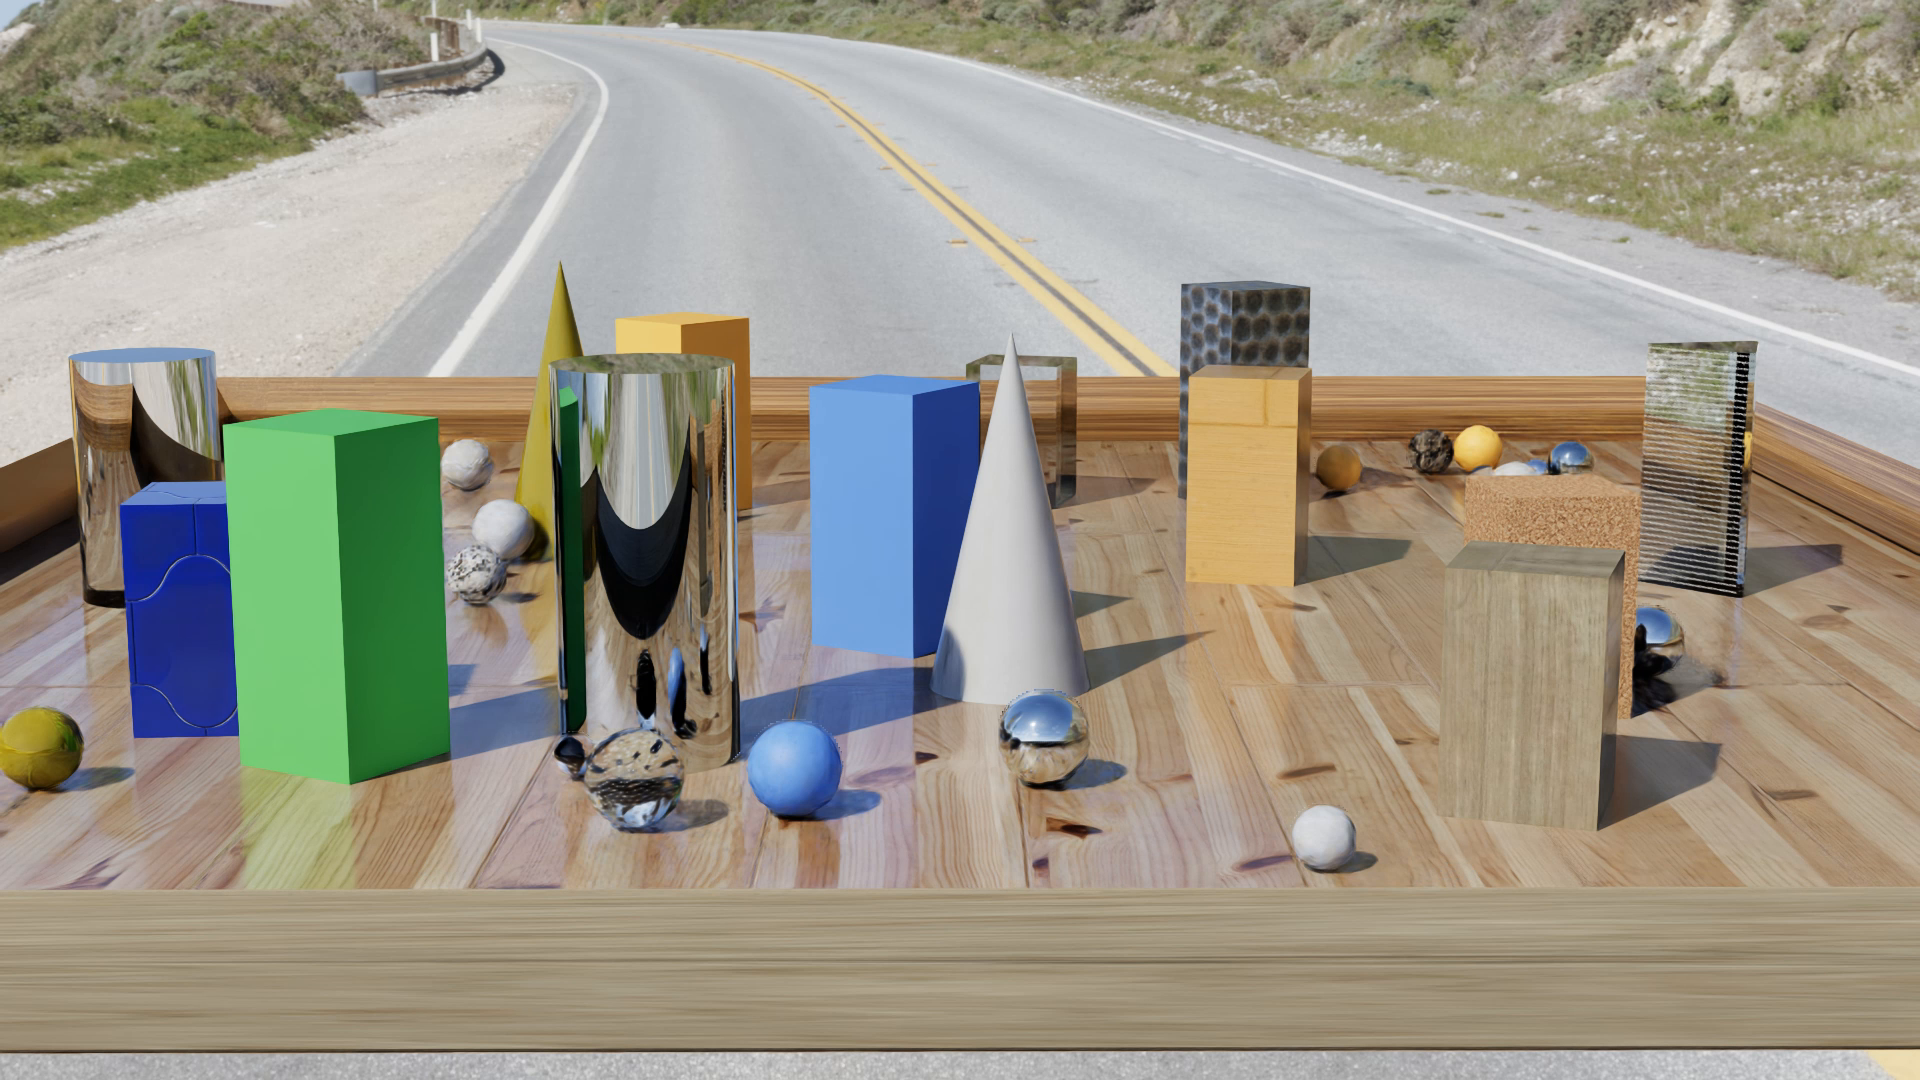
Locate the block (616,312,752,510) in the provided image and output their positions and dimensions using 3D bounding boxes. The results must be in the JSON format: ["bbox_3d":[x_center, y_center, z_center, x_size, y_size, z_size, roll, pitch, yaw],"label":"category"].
[{"bbox_3d":[-0.453,-0.207,4.215,0.154,0.316,0.154,9,14,40],"label":"block"}]

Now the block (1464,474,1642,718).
[{"bbox_3d":[0.671,0.064,2.932,0.154,0.254,0.154,-1,11,-6],"label":"block"}]

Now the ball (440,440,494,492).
[{"bbox_3d":[-0.847,-0.128,4.414,0.090,0.090,0.090,0,11,0],"label":"ball"}]

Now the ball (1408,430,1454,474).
[{"bbox_3d":[0.843,-0.158,4.595,0.081,0.081,0.081,0,11,0],"label":"ball"}]

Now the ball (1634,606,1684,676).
[{"bbox_3d":[0.826,0.122,3.081,0.085,0.085,0.085,0,11,0],"label":"ball"}]

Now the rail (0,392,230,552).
[{"bbox_3d":[-1.420,0.034,3.441,0.045,0.125,3.147,0,11,0],"label":"rail"}]

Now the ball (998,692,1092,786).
[{"bbox_3d":[0.086,0.203,2.618,0.096,0.096,0.096,0,11,0],"label":"ball"}]

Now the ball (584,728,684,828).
[{"bbox_3d":[-0.313,0.230,2.472,0.096,0.096,0.096,0,11,0],"label":"ball"}]

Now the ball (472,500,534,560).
[{"bbox_3d":[-0.673,-0.015,3.782,0.091,0.091,0.091,0,11,0],"label":"ball"}]

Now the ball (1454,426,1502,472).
[{"bbox_3d":[0.925,-0.161,4.577,0.086,0.086,0.086,0,11,0],"label":"ball"}]

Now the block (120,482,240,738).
[{"bbox_3d":[-0.833,0.074,2.861,0.154,0.258,0.154,-1,11,-4],"label":"block"}]

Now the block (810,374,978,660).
[{"bbox_3d":[-0.082,-0.034,3.250,0.154,0.329,0.154,7,12,32],"label":"block"}]

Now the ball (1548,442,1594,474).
[{"bbox_3d":[1.062,-0.132,4.462,0.080,0.080,0.080,0,11,0],"label":"ball"}]

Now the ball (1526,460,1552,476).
[{"bbox_3d":[0.998,-0.115,4.446,0.051,0.051,0.051,0,11,0],"label":"ball"}]

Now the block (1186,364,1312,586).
[{"bbox_3d":[0.415,-0.095,3.680,0.154,0.292,0.154,3,11,14],"label":"block"}]

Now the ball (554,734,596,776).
[{"bbox_3d":[-0.395,0.220,2.638,0.043,0.043,0.043,0,11,0],"label":"ball"}]

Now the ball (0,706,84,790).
[{"bbox_3d":[-0.934,0.211,2.604,0.085,0.085,0.085,0,11,0],"label":"ball"}]

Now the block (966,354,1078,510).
[{"bbox_3d":[0.104,-0.184,4.311,0.154,0.236,0.154,3,11,15],"label":"block"}]

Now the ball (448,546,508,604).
[{"bbox_3d":[-0.657,0.048,3.492,0.080,0.080,0.080,0,11,0],"label":"ball"}]

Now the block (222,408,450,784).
[{"bbox_3d":[-0.651,0.054,2.692,0.154,0.360,0.154,6,12,30],"label":"block"}]

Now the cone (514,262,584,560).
[{"bbox_3d":[-0.595,-0.203,3.857,0.192,0.439,0.192,0,11,0],"label":"cone"}]

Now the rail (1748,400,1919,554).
[{"bbox_3d":[1.420,0.031,3.457,0.045,0.125,3.147,0,11,0],"label":"rail"}]

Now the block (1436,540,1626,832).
[{"bbox_3d":[0.566,0.140,2.537,0.154,0.248,0.154,4,11,20],"label":"block"}]

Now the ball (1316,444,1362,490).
[{"bbox_3d":[0.653,-0.125,4.423,0.079,0.079,0.079,0,11,0],"label":"ball"}]

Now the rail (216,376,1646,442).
[{"bbox_3d":[-0.009,-0.251,4.973,2.887,0.125,0.045,0,11,0],"label":"rail"}]

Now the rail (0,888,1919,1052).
[{"bbox_3d":[0.009,0.315,1.926,2.887,0.125,0.045,0,11,0],"label":"rail"}]

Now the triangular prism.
[{"bbox_3d":[1.073,-0.106,3.615,0.144,0.339,0.166,-9,14,-41],"label":"triangular prism"}]

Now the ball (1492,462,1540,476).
[{"bbox_3d":[0.903,-0.083,4.171,0.089,0.089,0.089,0,11,0],"label":"ball"}]

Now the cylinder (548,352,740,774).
[{"bbox_3d":[-0.330,0.022,2.704,0.192,0.419,0.192,0,11,0],"label":"cylinder"}]

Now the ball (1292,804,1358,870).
[{"bbox_3d":[0.333,0.272,2.344,0.060,0.060,0.060,0,11,0],"label":"ball"}]

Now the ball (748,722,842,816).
[{"bbox_3d":[-0.162,0.224,2.511,0.093,0.093,0.093,0,11,0],"label":"ball"}]

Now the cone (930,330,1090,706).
[{"bbox_3d":[0.059,-0.036,3.004,0.192,0.424,0.192,0,11,0],"label":"cone"}]

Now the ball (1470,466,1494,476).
[{"bbox_3d":[0.895,-0.103,4.383,0.050,0.050,0.050,0,11,0],"label":"ball"}]

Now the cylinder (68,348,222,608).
[{"bbox_3d":[-1.116,-0.088,3.531,0.192,0.334,0.192,0,11,0],"label":"cylinder"}]

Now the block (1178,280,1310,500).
[{"bbox_3d":[0.474,-0.244,4.291,0.154,0.362,0.154,-5,12,-27],"label":"block"}]
